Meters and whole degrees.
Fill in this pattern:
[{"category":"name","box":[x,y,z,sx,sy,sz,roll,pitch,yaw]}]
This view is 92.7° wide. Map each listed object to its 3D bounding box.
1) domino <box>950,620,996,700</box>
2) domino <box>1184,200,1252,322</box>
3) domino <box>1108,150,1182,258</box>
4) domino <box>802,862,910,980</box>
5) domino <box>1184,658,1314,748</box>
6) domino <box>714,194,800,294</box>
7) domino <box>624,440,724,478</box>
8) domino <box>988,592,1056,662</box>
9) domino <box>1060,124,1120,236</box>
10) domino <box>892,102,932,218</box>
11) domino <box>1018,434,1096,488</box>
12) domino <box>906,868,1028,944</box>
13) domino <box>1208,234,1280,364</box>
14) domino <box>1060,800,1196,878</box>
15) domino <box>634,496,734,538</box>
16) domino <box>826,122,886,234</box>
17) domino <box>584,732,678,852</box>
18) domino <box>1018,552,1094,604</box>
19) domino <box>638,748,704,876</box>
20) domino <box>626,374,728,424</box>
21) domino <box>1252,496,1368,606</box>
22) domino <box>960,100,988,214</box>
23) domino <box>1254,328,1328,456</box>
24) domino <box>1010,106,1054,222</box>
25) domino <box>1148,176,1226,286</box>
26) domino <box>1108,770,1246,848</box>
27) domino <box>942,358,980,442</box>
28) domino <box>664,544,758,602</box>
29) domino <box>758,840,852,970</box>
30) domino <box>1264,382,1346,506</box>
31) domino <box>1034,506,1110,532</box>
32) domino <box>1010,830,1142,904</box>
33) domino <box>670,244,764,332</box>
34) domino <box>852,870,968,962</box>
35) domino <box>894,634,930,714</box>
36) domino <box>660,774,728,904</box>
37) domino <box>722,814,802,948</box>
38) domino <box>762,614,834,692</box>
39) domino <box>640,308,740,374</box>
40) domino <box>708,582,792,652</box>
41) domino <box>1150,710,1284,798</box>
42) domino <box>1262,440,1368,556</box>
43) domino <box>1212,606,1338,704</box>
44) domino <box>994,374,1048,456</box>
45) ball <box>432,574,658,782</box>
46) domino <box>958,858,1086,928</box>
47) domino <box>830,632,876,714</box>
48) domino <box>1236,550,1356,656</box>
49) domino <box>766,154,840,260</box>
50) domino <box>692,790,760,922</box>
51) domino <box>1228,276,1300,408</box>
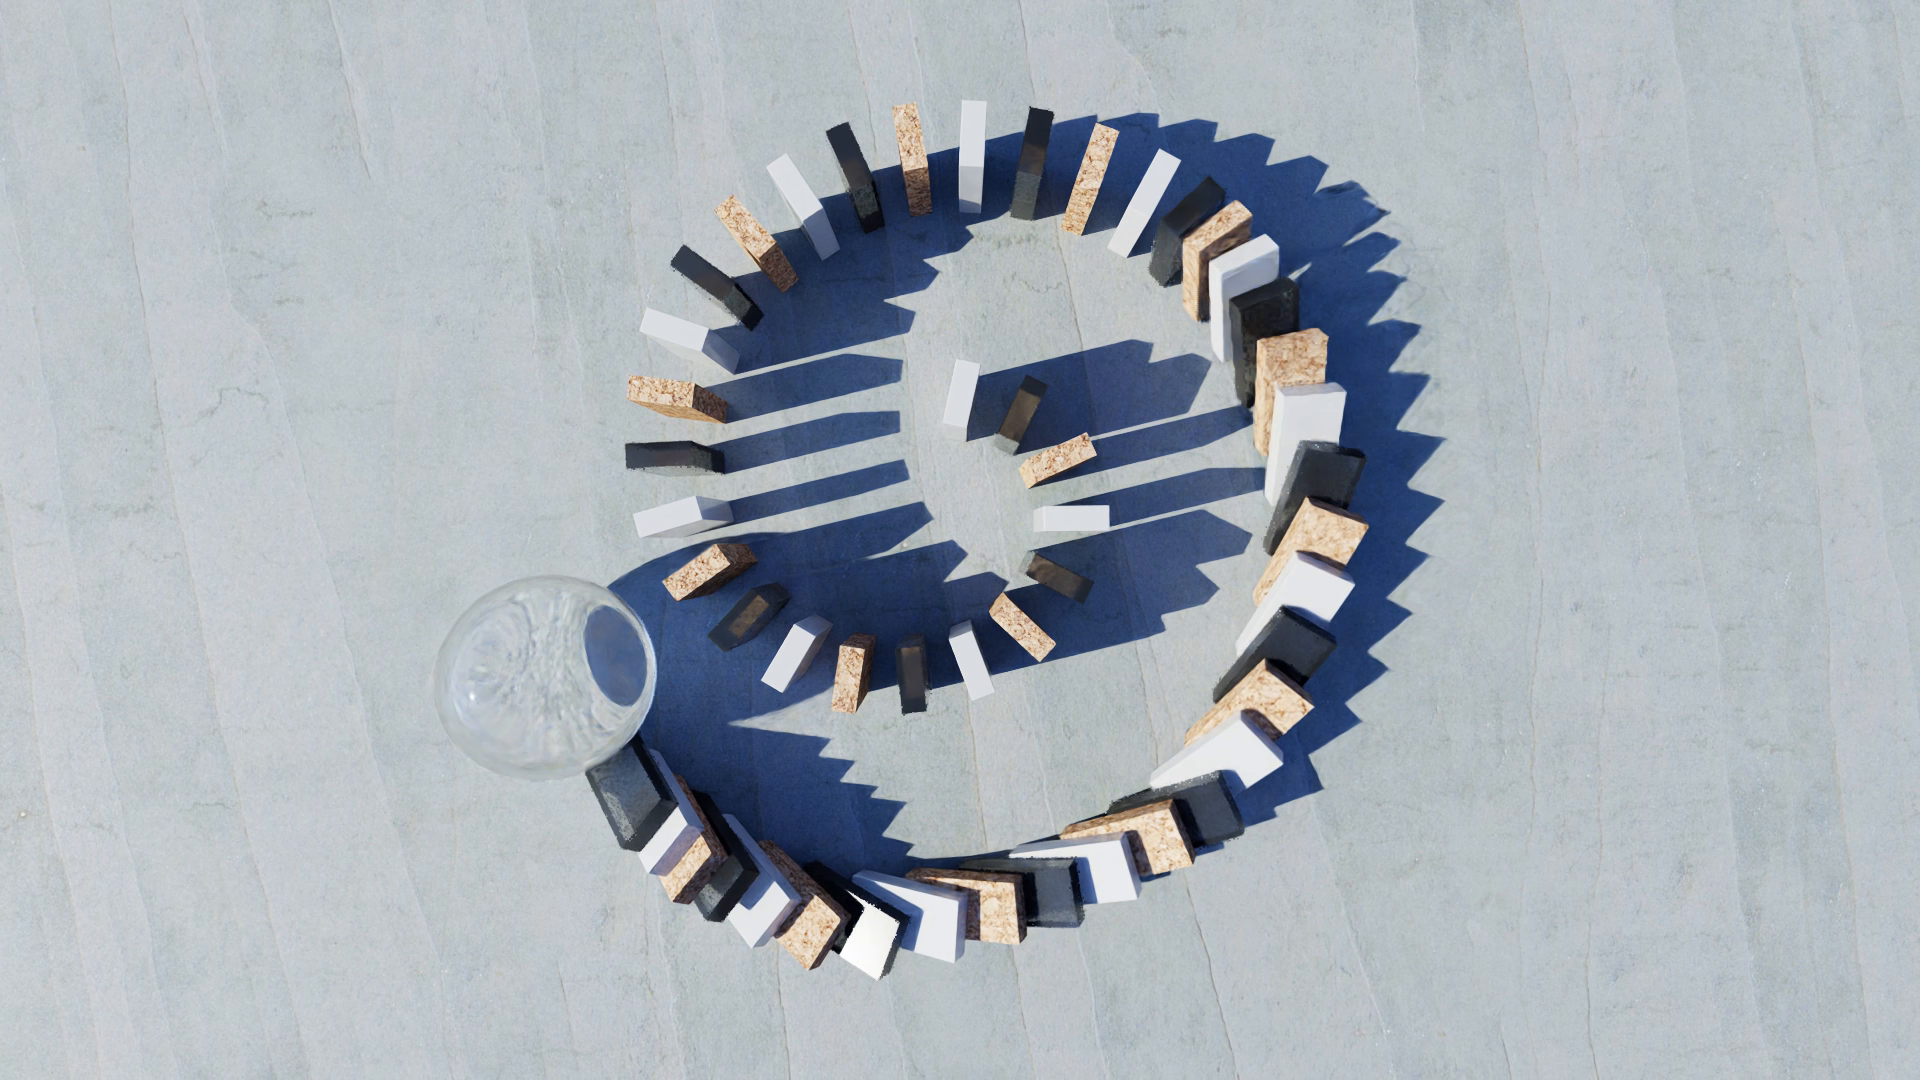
[{"category":"domino","box":[0.005,0.048,0.375,0.010,0.050,0.025,-21,90,0]},{"category":"domino","box":[0.105,-0.113,0.375,0.025,0.050,0.010,-35,67,0]},{"category":"domino","box":[0.074,-0.136,0.375,0.009,0.050,0.025,29,90,0]},{"category":"domino","box":[-0.048,0.159,0.385,0.050,0.009,0.025,20,90,26]},{"category":"domino","box":[0.121,0.076,0.385,0.025,0.010,0.050,38,115,0]},{"category":"domino","box":[-0.082,-0.120,0.375,0.010,0.050,0.025,-43,90,0]},{"category":"domino","box":[-0.115,-0.033,0.375,0.025,0.050,0.009,-3,90,0]},{"category":"domino","box":[0.025,0.035,0.375,0.025,0.050,0.009,43,90,0]},{"category":"domino","box":[0.052,-0.146,0.375,0.009,0.050,0.025,19,90,0]},{"category":"domino","box":[-0.019,-0.154,0.375,0.009,0.050,0.025,-11,90,0]},{"category":"domino","box":[0.039,-0.032,0.375,0.025,0.050,0.009,-24,90,0]},{"category":"domino","box":[0.002,0.153,0.385,0.050,0.010,0.025,-5,90,25]},{"category":"domino","box":[0.117,-0.098,0.377,0.025,0.050,0.009,-25,54,0]},{"category":"domino","box":[0.070,0.128,0.385,0.050,0.009,0.025,-23,90,25]},{"category":"domino","box":[-0.112,-0.009,0.375,0.025,0.050,0.009,-16,90,0]},{"category":"domino","box":[-0.042,-0.147,0.375,0.009,0.050,0.025,-24,90,0]},{"category":"domino","box":[-0.137,0.102,0.380,0.025,0.010,0.050,-51,48,0]},{"category":"domino","box":[0.038,0.015,0.375,0.025,0.050,0.009,26,90,0]},{"category":"domino","box":[-0.127,0.112,0.380,0.025,0.010,0.050,-52,48,0]},{"category":"domino","box":[-0.114,-0.057,0.375,0.025,0.050,0.009,7,90,0]},{"category":"domino","box":[0.146,0.009,0.384,0.025,0.009,0.050,20,117,0]},{"category":"domino","box":[0.005,-0.155,0.375,0.009,0.050,0.025,3,90,0]},{"category":"domino","box":[0.137,-0.061,0.382,0.025,0.009,0.050,-12,126,0]},{"category":"domino","box":[0.029,-0.152,0.375,0.010,0.050,0.025,11,90,0]},{"category":"domino","box":[0.092,-0.125,0.375,0.025,0.050,0.010,-42,81,0]},{"category":"domino","box":[0.090,0.117,0.385,0.050,0.010,0.025,-25,90,25]},{"category":"domino","box":[0.001,-0.056,0.375,0.010,0.050,0.025,12,90,0]},{"category":"domino","box":[-0.101,0.013,0.375,0.025,0.050,0.009,-35,90,0]},{"category":"domino","box":[-0.072,0.152,0.385,0.050,0.009,0.025,33,90,25]},{"category":"domino","box":[0.144,-0.039,0.383,0.025,0.010,0.050,-5,122,0]},{"category":"domino","box":[0.045,-0.008,0.375,0.025,0.050,0.009,-1,90,0]},{"category":"domino","box":[0.048,0.139,0.385,0.050,0.010,0.025,-17,90,24]},{"category":"domino","box":[-0.098,-0.102,0.375,0.025,0.050,0.010,36,90,0]},{"category":"domino","box":[-0.022,0.157,0.385,0.050,0.009,0.025,4,90,25]},{"category":"domino","box":[-0.019,0.054,0.375,0.009,0.050,0.025,-7,90,0]},{"category":"domino","box":[-0.117,0.122,0.380,0.025,0.009,0.050,-51,48,1]},{"category":"domino","box":[-0.091,0.142,0.384,0.050,0.010,0.025,39,90,28]},{"category":"domino","box":[-0.066,0.045,0.375,0.010,0.050,0.025,31,90,0]},{"category":"domino","box":[-0.109,-0.080,0.375,0.025,0.050,0.009,19,90,0]},{"category":"domino","box":[-0.085,0.031,0.375,0.009,0.050,0.025,43,90,0]},{"category":"domino","box":[0.107,0.096,0.385,0.025,0.010,0.050,46,116,0]},{"category":"domino","box":[0.148,-0.015,0.384,0.025,0.009,0.050,10,119,0]},{"category":"domino","box":[0.131,0.054,0.385,0.025,0.009,0.050,30,115,0]},{"category":"domino","box":[0.024,-0.050,0.375,0.010,0.050,0.025,26,90,0]},{"category":"ball","box":[-0.161,0.054,0.360,0.080,0.080,0.080,0,90,0]},{"category":"domino","box":[0.025,0.148,0.385,0.050,0.010,0.025,-10,90,24]},{"category":"domino","box":[-0.043,0.053,0.375,0.010,0.050,0.025,8,90,0]},{"category":"domino","box":[0.140,0.032,0.385,0.025,0.009,0.050,24,116,0]},{"category":"domino","box":[-0.063,-0.135,0.375,0.010,0.050,0.025,-34,90,0]},{"category":"domino","box":[-0.105,0.130,0.380,0.025,0.010,0.050,-53,48,-1]},{"category":"domino","box":[0.127,-0.081,0.379,0.025,0.009,0.050,-22,133,0]}]
